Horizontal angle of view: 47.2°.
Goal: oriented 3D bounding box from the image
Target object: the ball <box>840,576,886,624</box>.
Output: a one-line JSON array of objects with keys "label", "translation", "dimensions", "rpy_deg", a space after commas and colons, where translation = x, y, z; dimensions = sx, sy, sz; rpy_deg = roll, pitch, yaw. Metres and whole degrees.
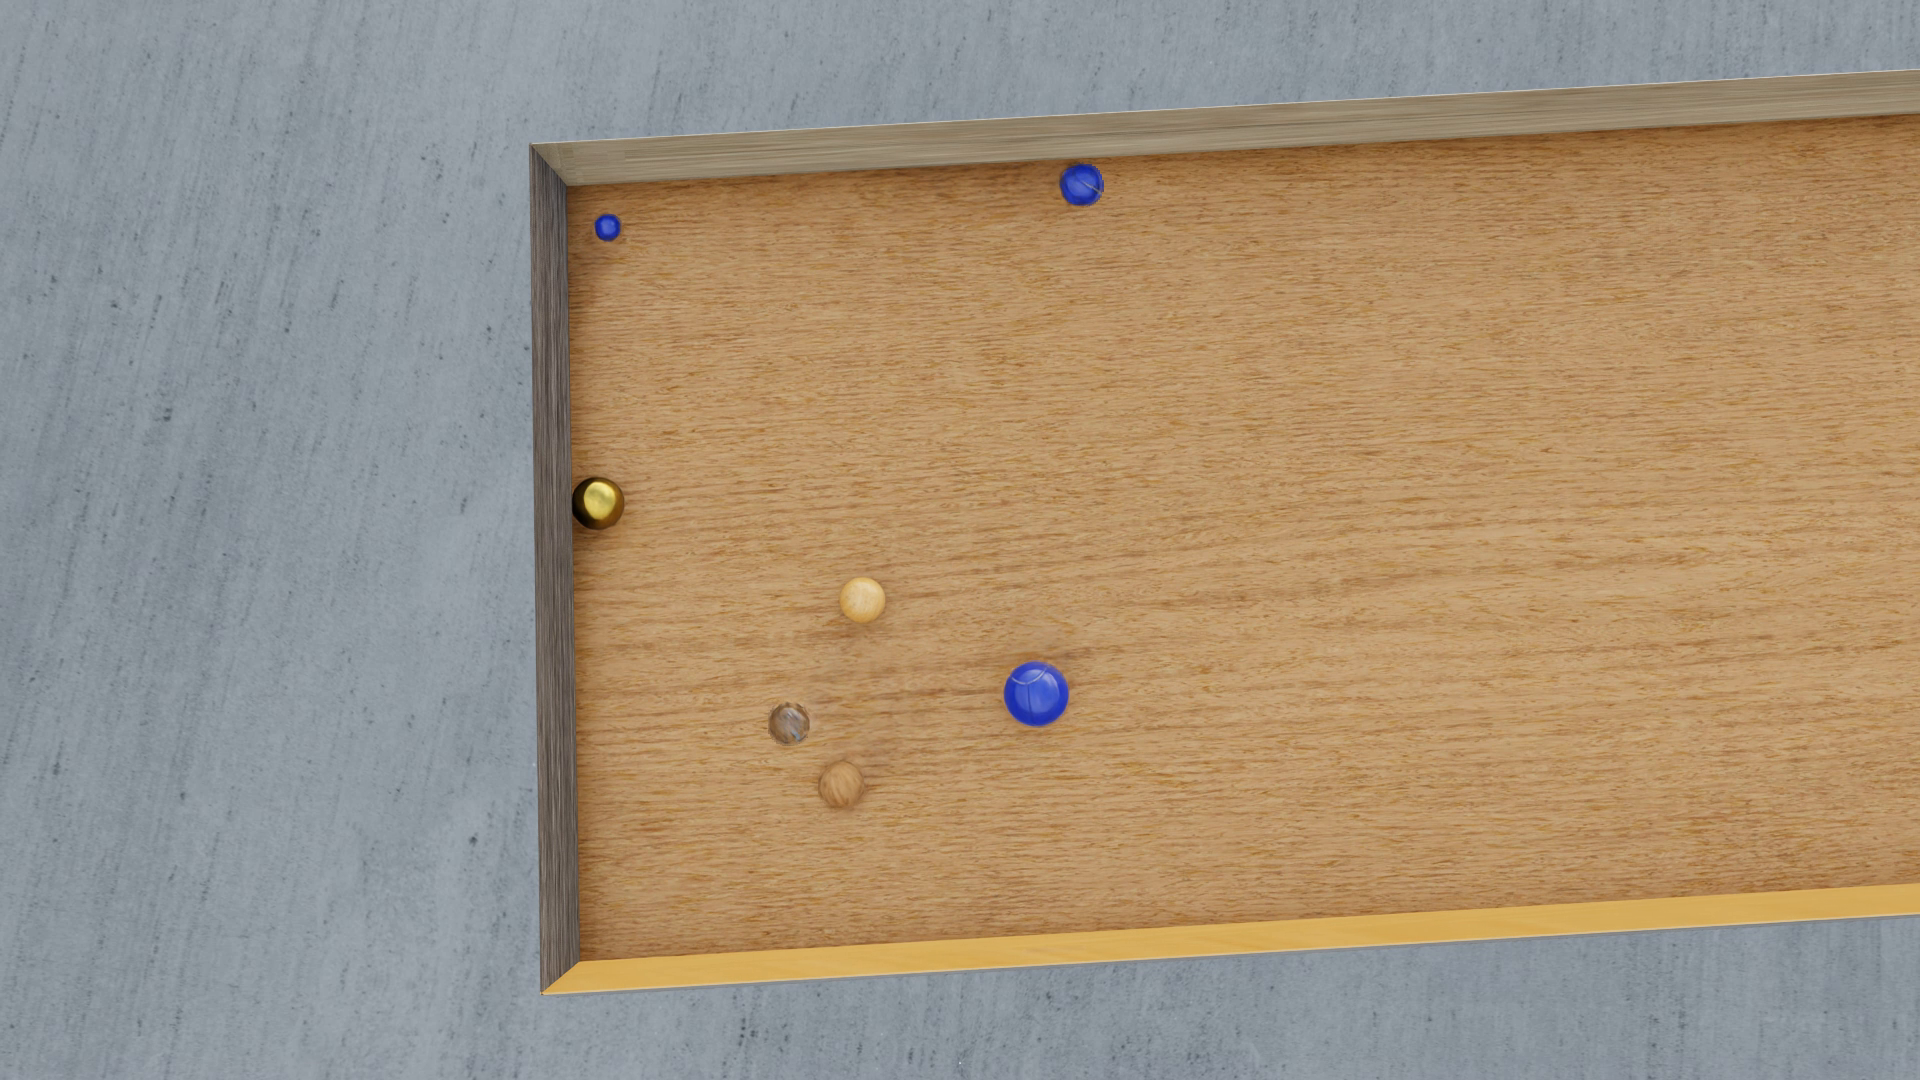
[{"label": "ball", "translation": [-0.146, 0.090, 3.303], "dimensions": [0.070, 0.070, 0.070], "rpy_deg": [0, 77, 0]}]

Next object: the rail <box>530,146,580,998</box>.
[{"label": "rail", "translation": [-0.601, 0.027, 3.288], "dimensions": [0.045, 0.126, 1.283], "rpy_deg": [-3, 77, -1]}]

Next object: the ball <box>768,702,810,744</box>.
[{"label": "ball", "translation": [-0.253, 0.272, 3.263], "dimensions": [0.062, 0.062, 0.062], "rpy_deg": [0, 77, 0]}]

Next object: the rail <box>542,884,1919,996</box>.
[{"label": "rail", "translation": [0.660, 0.558, 3.161], "dimensions": [2.504, 0.126, 0.045], "rpy_deg": [-3, 77, -1]}]

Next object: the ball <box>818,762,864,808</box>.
[{"label": "ball", "translation": [-0.174, 0.360, 3.240], "dimensions": [0.068, 0.068, 0.068], "rpy_deg": [0, 77, 0]}]

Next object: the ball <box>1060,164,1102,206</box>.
[{"label": "ball", "translation": [0.190, -0.558, 3.459], "dimensions": [0.065, 0.065, 0.065], "rpy_deg": [0, 77, 0]}]

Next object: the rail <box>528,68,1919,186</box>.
[{"label": "rail", "translation": [0.589, -0.642, 3.447], "dimensions": [2.504, 0.126, 0.045], "rpy_deg": [-3, 77, -1]}]

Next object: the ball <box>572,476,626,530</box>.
[{"label": "ball", "translation": [-0.548, -0.056, 3.331], "dimensions": [0.081, 0.081, 0.081], "rpy_deg": [0, 77, 0]}]

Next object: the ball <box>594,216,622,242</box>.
[{"label": "ball", "translation": [-0.553, -0.490, 3.455], "dimensions": [0.041, 0.041, 0.041], "rpy_deg": [0, 77, 0]}]

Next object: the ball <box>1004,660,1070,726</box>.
[{"label": "ball", "translation": [0.113, 0.227, 3.256], "dimensions": [0.097, 0.097, 0.097], "rpy_deg": [0, 77, 0]}]
